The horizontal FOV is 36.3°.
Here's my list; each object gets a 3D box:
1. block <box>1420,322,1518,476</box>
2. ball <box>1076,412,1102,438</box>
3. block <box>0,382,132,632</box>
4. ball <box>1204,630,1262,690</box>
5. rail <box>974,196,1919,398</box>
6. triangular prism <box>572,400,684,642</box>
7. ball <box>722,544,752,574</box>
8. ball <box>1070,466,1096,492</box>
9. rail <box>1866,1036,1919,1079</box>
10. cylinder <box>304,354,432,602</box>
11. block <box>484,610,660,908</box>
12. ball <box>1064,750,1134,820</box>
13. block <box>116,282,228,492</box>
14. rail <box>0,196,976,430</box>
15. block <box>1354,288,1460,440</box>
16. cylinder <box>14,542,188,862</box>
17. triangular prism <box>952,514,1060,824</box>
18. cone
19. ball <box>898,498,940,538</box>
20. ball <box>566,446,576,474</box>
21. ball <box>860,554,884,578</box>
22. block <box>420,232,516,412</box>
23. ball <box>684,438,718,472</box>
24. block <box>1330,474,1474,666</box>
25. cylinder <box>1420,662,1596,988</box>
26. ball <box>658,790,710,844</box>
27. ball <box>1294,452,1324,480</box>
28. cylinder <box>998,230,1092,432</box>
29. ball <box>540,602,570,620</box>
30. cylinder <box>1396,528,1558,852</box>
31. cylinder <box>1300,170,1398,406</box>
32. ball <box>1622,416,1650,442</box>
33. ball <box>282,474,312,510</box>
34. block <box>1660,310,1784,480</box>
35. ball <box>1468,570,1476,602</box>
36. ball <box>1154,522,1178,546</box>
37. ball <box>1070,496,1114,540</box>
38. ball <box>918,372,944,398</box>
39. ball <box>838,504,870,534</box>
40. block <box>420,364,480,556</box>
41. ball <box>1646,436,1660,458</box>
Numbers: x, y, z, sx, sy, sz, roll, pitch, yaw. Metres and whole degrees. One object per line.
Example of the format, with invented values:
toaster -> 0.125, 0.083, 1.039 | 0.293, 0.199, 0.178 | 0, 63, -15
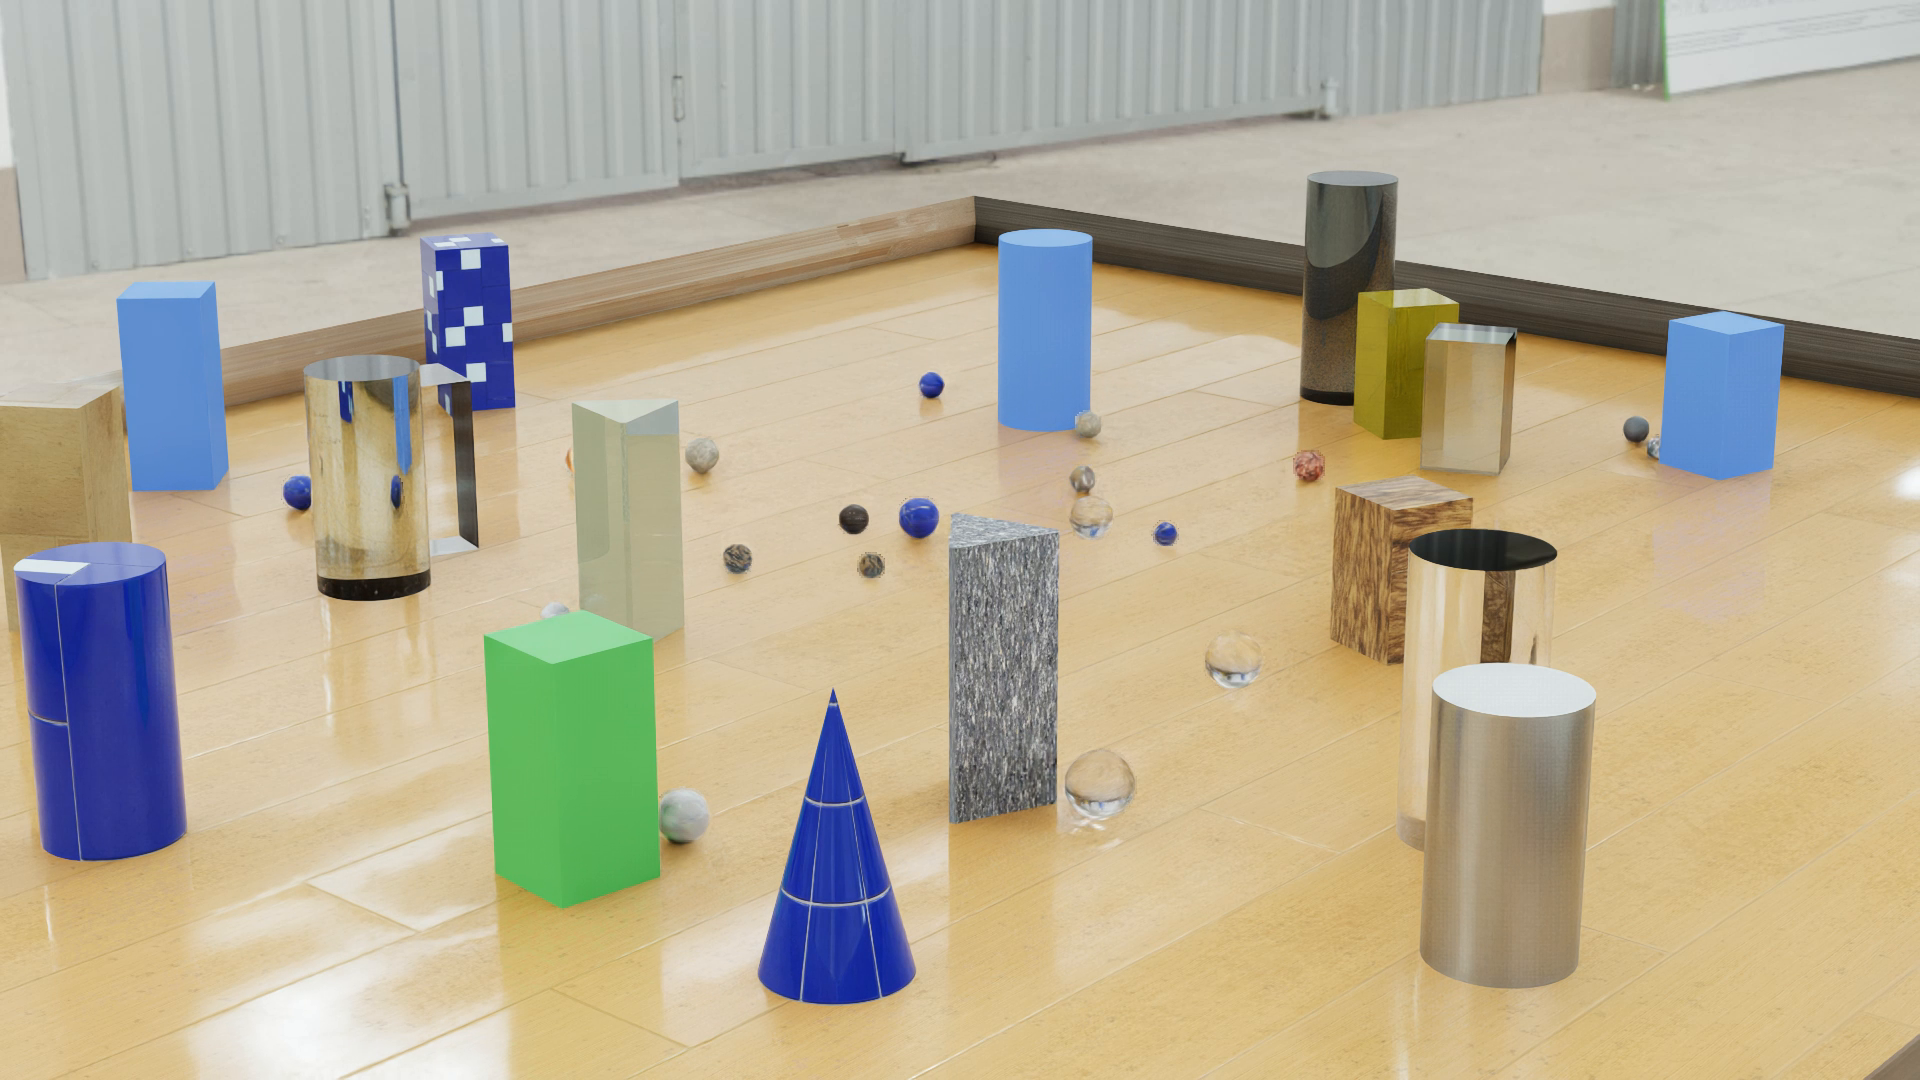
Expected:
block -> 1.029, -0.286, 5.936 | 0.159, 0.270, 0.159 | 5, 18, 18
ball -> 0.271, -0.241, 6.162 | 0.054, 0.054, 0.054 | 0, 17, 0
block -> -1.512, -0.053, 4.948 | 0.159, 0.394, 0.159 | 3, 17, 9
ball -> 0.435, 0.191, 4.661 | 0.093, 0.093, 0.093 | 0, 17, 0
rail -> 1.603, -0.500, 6.887 | 4.183, 0.129, 0.045 | 14, 22, 39
triangular prism -> -0.530, -0.033, 4.880 | 0.149, 0.394, 0.172 | -12, 20, -34
ball -> -0.398, 0.033, 5.250 | 0.054, 0.054, 0.054 | 0, 17, 0
ball -> 0.241, -0.120, 5.762 | 0.052, 0.052, 0.052 | 0, 17, 0
rail -> 1.562, 0.423, 3.822 | 0.045, 0.129, 4.937 | 14, 22, 39
cylinder -> -1.037, -0.110, 5.139 | 0.199, 0.393, 0.199 | 0, 17, 0
block -> -0.516, 0.289, 3.906 | 0.159, 0.340, 0.159 | -14, 22, -40
ball -> 0.197, 0.345, 4.136 | 0.099, 0.099, 0.099 | 0, 17, 0
block -> -1.554, -0.305, 5.798 | 0.159, 0.386, 0.159 | -1, 17, -3
rail -> -1.562, -0.359, 6.418 | 0.045, 0.129, 4.937 | 14, 22, 39
block -> 0.943, -0.374, 6.205 | 0.159, 0.283, 0.159 | -5, 17, -15
cylinder -> -1.180, 0.221, 4.036 | 0.199, 0.396, 0.199 | 0, 17, 0
triangular prism -> 0.028, 0.174, 4.173 | 0.172, 0.405, 0.149 | -9, 19, -27
cone -> -0.154, 0.358, 3.612 | 0.199, 0.377, 0.199 | 0, 17, 0
ball -> -0.077, -0.042, 5.460 | 0.076, 0.076, 0.076 | 0, 17, 0
ball -> -0.755, -0.161, 5.870 | 0.068, 0.068, 0.068 | 0, 17, 0
ball -> -0.158, 0.047, 5.223 | 0.043, 0.043, 0.043 | 0, 17, 0
block -> -1.076, -0.476, 6.412 | 0.159, 0.360, 0.159 | -7, 18, -21
ball -> -0.520, -0.172, 5.905 | 0.069, 0.069, 0.069 | 0, 17, 0
block -> 0.727, 0.048, 4.838 | 0.159, 0.264, 0.159 | -9, 19, -28
cylinder -> 0.682, 0.354, 3.660 | 0.199, 0.356, 0.199 | 0, 17, 0
ball -> -0.383, 0.382, 4.055 | 0.075, 0.075, 0.075 | 0, 17, 0
ball -> 0.696, -0.147, 5.841 | 0.059, 0.059, 0.059 | 0, 17, 0
cylinder -> 0.181, -0.449, 6.256 | 0.199, 0.397, 0.199 | 0, 17, 0
ball -> -0.681, 0.130, 4.936 | 0.051, 0.051, 0.051 | 0, 17, 0
cylinder -> 0.709, 0.211, 4.035 | 0.199, 0.414, 0.199 | 0, 17, 0
cylinder -> 0.855, -0.556, 6.457 | 0.199, 0.486, 0.199 | 0, 17, 0
ball -> 1.414, -0.232, 6.131 | 0.055, 0.055, 0.055 | 0, 17, 0
ball -> -1.269, -0.093, 5.645 | 0.067, 0.067, 0.067 | 0, 17, 0
block -> 1.535, -0.293, 5.912 | 0.159, 0.297, 0.159 | -11, 20, -33
ball -> 0.838, 0.076, 5.038 | 0.095, 0.095, 0.095 | 0, 17, 0
ball -> 0.380, -0.011, 5.417 | 0.043, 0.043, 0.043 | 0, 17, 0
ball -> 0.245, -0.041, 5.450 | 0.082, 0.082, 0.082 | 0, 17, 0
ball -> -0.063, -0.344, 6.496 | 0.057, 0.057, 0.057 | 0, 17, 0
ball -> -0.198, -0.038, 5.483 | 0.057, 0.057, 0.057 | 0, 17, 0
block -> -0.995, -0.144, 5.381 | 0.159, 0.319, 0.159 | -10, 19, -29
ball -> 1.428, -0.190, 6.010 | 0.043, 0.043, 0.043 | 0, 17, 0
